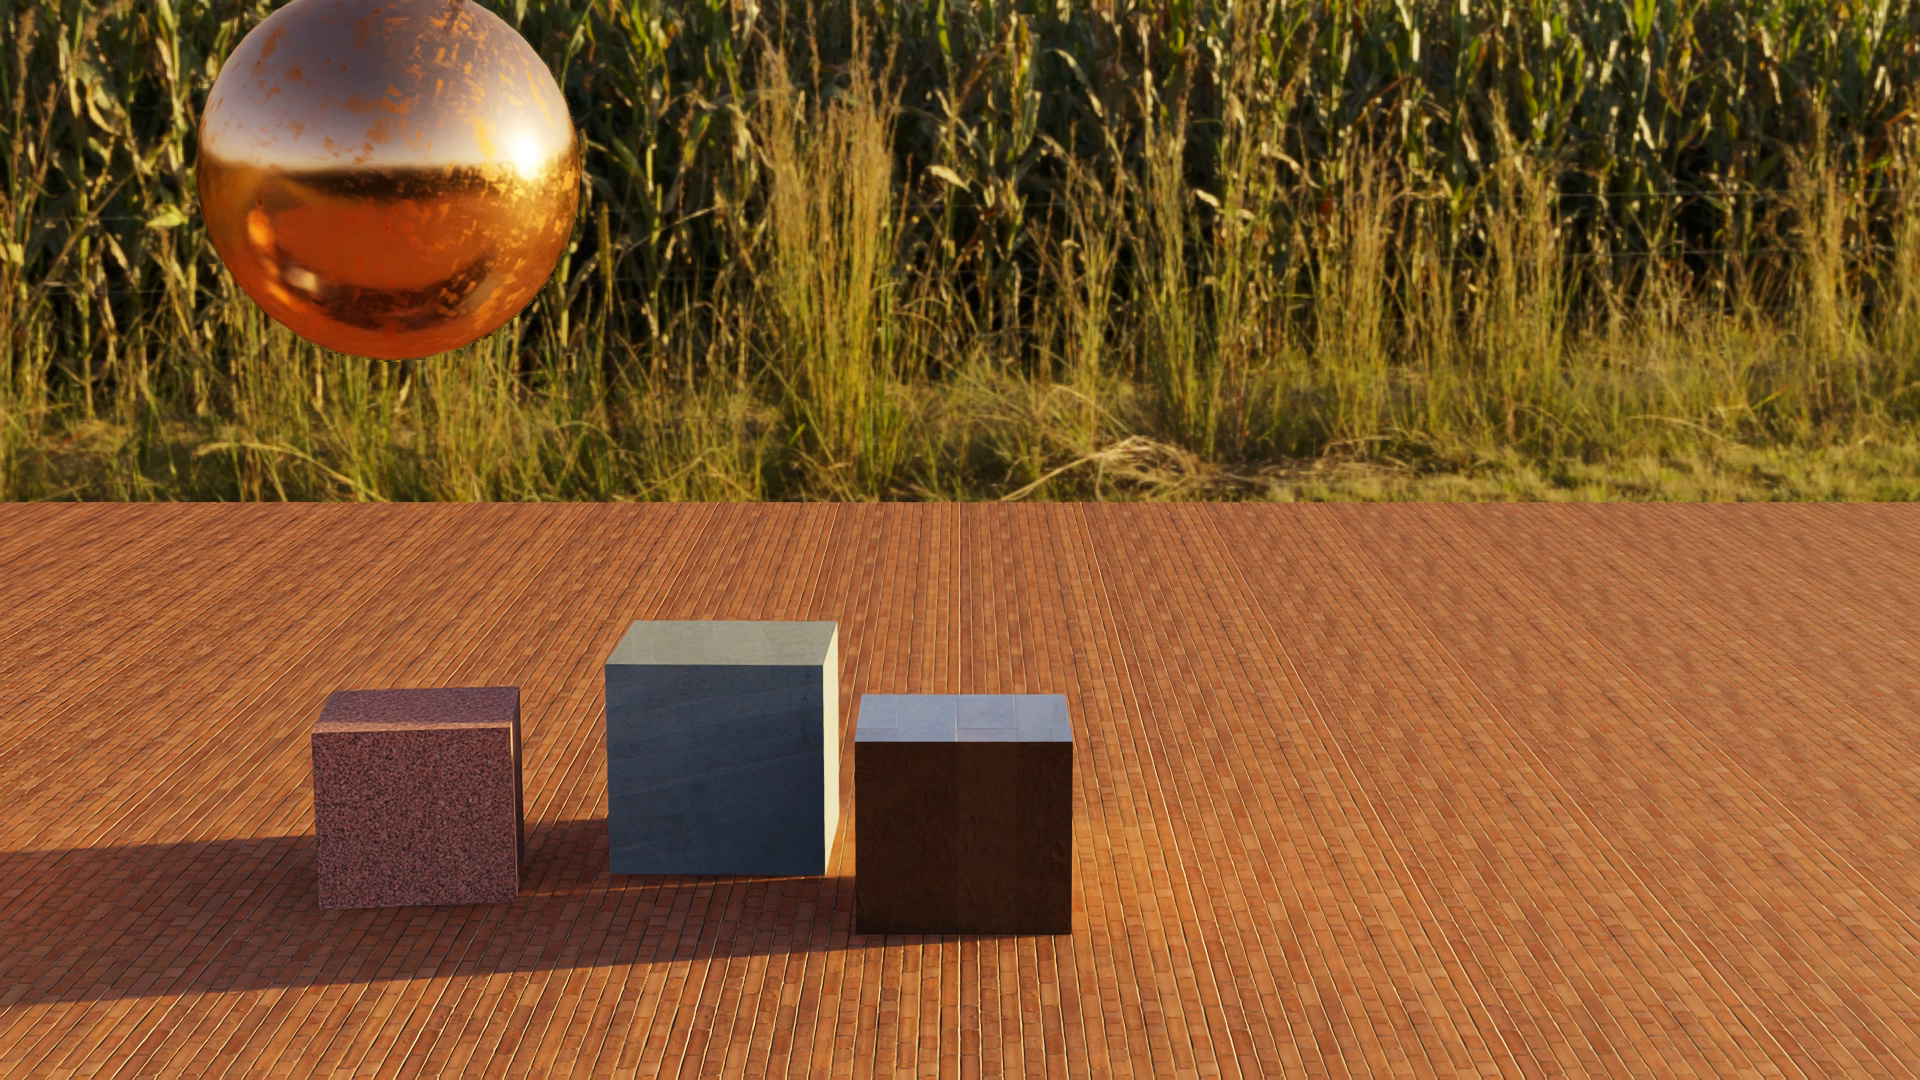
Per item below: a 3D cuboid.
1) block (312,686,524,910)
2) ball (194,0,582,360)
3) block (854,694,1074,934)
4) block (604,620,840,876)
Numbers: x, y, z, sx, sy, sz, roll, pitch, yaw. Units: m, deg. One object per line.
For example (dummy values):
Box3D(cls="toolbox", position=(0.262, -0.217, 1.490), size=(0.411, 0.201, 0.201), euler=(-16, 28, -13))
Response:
Box3D(cls="block", position=(-2.359, 1.116, 11.261), size=(0.827, 0.774, 0.752), euler=(-1, 10, -7))
Box3D(cls="ball", position=(-2.417, -1.567, 10.895), size=(1.600, 1.600, 1.600), euler=(0, 10, 0))
Box3D(cls="block", position=(0.015, 1.154, 10.921), size=(0.891, 0.823, 0.804), euler=(0, 10, 0))
Box3D(cls="block", position=(-1.066, 0.934, 11.750), size=(0.958, 0.957, 0.912), euler=(0, 10, 1))
